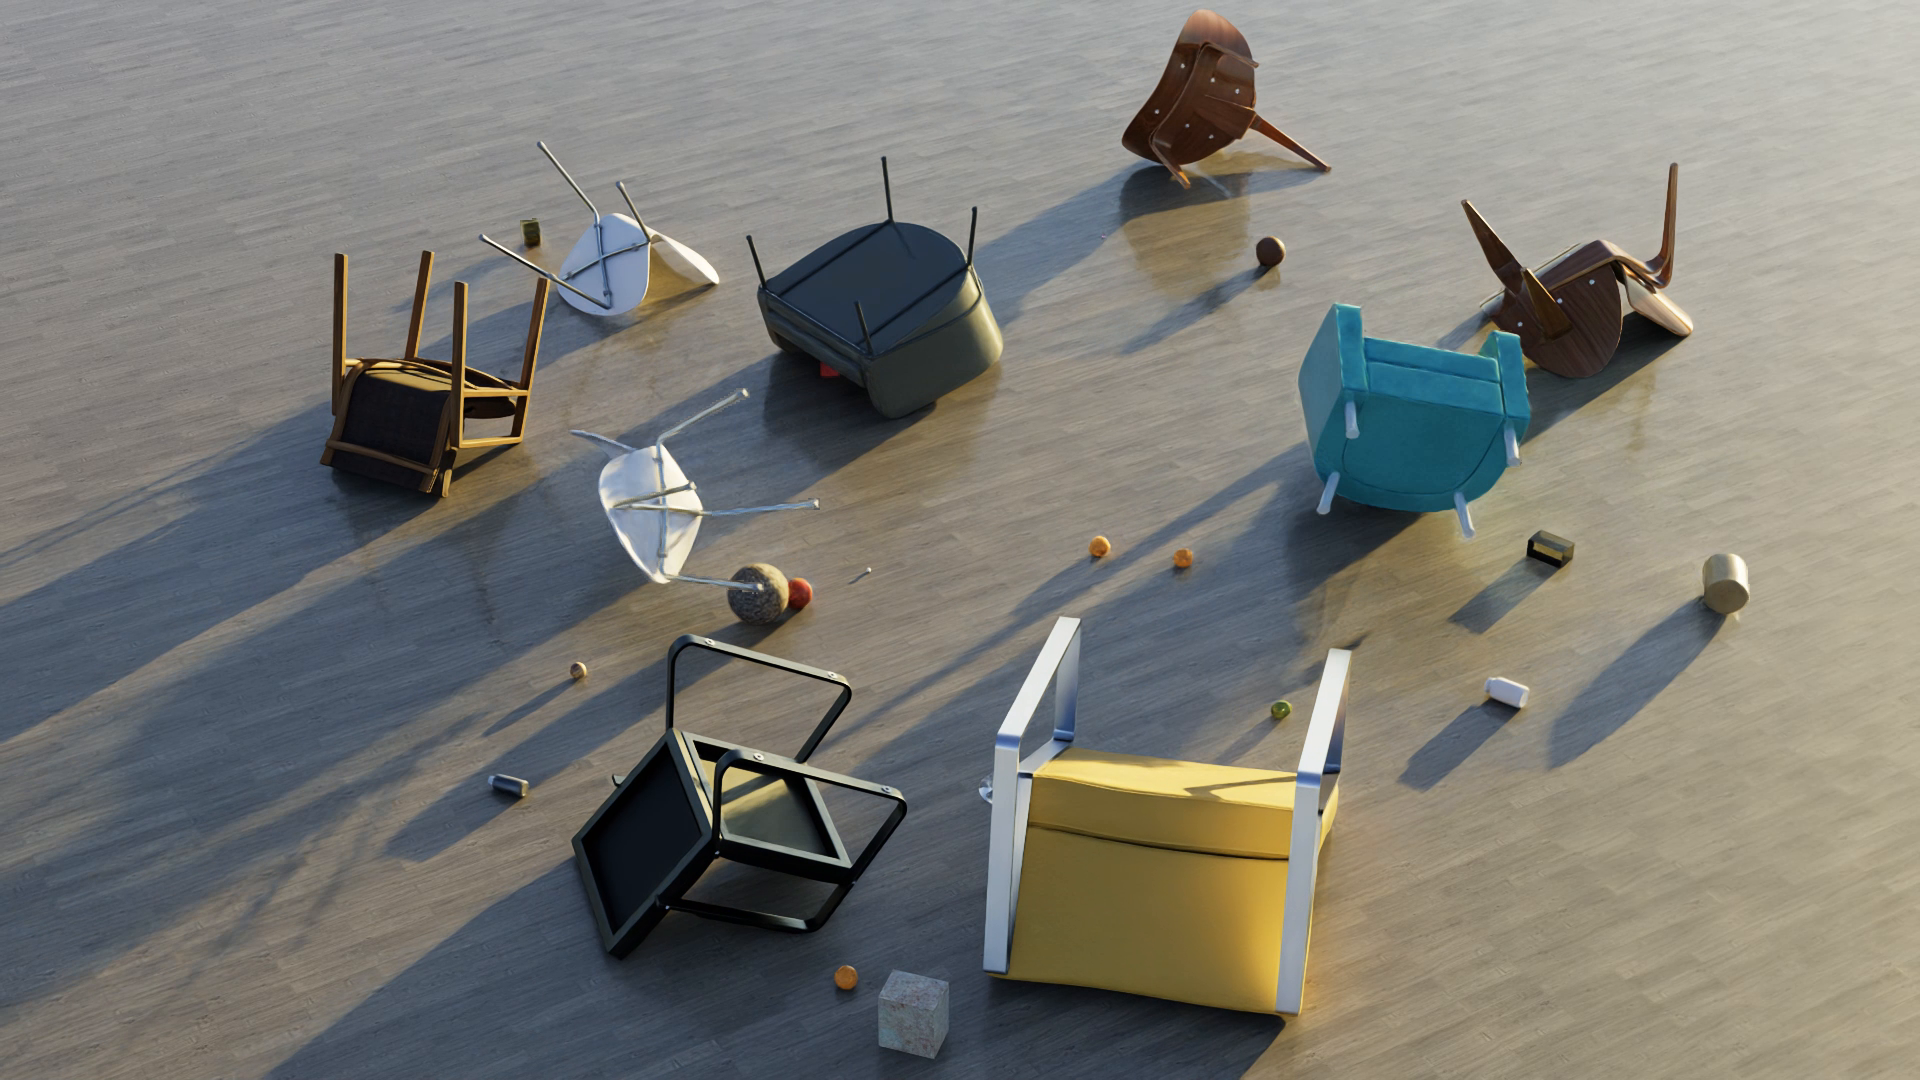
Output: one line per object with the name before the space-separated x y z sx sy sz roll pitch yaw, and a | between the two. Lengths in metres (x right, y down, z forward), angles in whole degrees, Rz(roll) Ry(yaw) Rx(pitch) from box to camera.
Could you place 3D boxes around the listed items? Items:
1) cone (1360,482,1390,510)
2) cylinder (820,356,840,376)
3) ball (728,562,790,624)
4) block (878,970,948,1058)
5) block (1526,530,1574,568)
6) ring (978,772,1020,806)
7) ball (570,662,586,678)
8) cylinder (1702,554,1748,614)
cone | 1.550 -0.168 11.137 0.133 0.102 0.109 31 -10 -18
cylinder | -0.528 -0.705 11.940 0.072 0.080 0.089 2 12 3
ball | -0.718 0.191 10.455 0.220 0.220 0.220 0 33 0
block | -0.137 1.398 8.649 0.174 0.191 0.130 11 35 16
block | 2.181 0.033 10.831 0.144 0.069 0.089 25 41 32
ring | 0.129 0.819 9.658 0.133 0.050 0.150 -7 33 -12
ball | -1.329 0.454 10.203 0.057 0.057 0.057 0 33 0
cylinder | 2.759 0.156 10.574 0.153 0.147 0.170 -2 32 13
